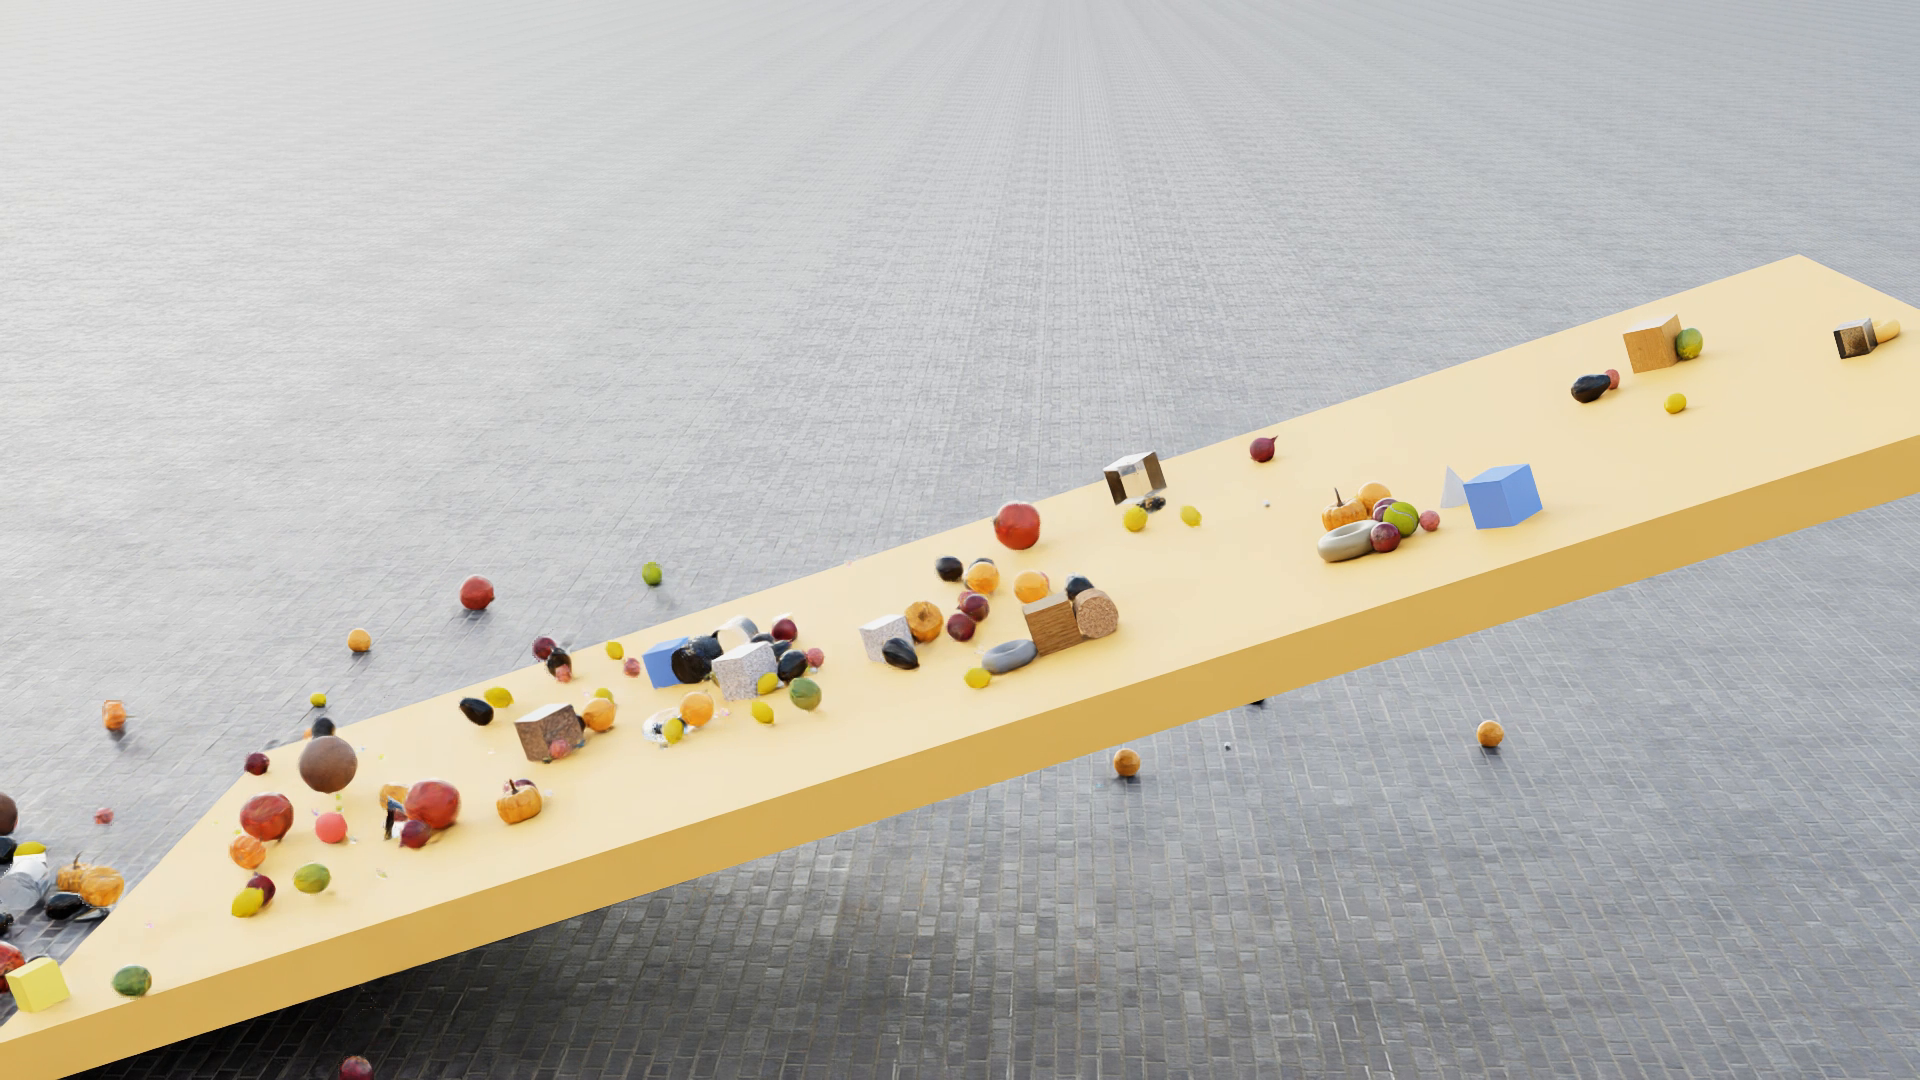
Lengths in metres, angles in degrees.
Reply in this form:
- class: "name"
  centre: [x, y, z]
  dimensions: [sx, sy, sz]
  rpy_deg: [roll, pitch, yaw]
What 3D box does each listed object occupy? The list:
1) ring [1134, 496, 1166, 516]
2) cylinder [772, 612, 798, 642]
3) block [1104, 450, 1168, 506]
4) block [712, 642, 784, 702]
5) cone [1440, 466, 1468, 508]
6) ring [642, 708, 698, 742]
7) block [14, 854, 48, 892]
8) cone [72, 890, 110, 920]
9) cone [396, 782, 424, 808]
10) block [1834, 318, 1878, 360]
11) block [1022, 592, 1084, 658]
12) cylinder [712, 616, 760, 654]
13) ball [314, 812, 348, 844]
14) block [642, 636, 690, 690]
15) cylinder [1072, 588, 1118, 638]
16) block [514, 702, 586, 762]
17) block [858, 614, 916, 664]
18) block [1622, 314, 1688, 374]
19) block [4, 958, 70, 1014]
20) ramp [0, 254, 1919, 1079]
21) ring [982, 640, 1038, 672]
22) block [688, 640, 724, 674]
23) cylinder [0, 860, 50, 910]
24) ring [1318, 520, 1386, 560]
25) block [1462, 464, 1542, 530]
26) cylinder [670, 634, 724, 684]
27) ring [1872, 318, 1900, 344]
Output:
- class: "ring"
  centre: [0.432, -0.078, 6.698]
  dimensions: [0.079, 0.026, 0.079]
  rpy_deg: [-18, 9, 3]
- class: "cylinder"
  centre: [-0.398, 0.198, 6.683]
  dimensions: [0.050, 0.050, 0.050]
  rpy_deg: [-18, 11, 4]
- class: "block"
  centre: [0.410, -0.144, 6.887]
  dimensions: [0.092, 0.092, 0.092]
  rpy_deg: [-10, 14, 41]
- class: "block"
  centre: [-0.452, 0.280, 6.255]
  dimensions: [0.093, 0.093, 0.093]
  rpy_deg: [-9, 15, 43]
- class: "cone"
  centre: [0.971, -0.112, 5.796]
  dimensions: [0.078, 0.078, 0.078]
  rpy_deg: [-18, 11, 4]
- class: "ring"
  centre: [-0.604, 0.384, 6.132]
  dimensions: [0.123, 0.041, 0.123]
  rpy_deg: [-16, 14, 4]
- class: "block"
  centre: [-2.122, 0.762, 6.716]
  dimensions: [0.069, 0.069, 0.069]
  rpy_deg: [-4, 13, -19]
- class: "cone"
  centre: [-1.933, 0.824, 6.510]
  dimensions: [0.076, 0.076, 0.076]
  rpy_deg: [-28, 15, -4]
- class: "cone"
  centre: [-1.174, 0.557, 6.281]
  dimensions: [0.068, 0.068, 0.068]
  rpy_deg: [16, 10, -8]
- class: "block"
  centre: [1.792, -0.403, 5.885]
  dimensions: [0.060, 0.060, 0.060]
  rpy_deg: [-11, 13, 37]
- class: "block"
  centre: [0.180, 0.165, 5.748]
  dimensions: [0.090, 0.090, 0.090]
  rpy_deg: [-19, 11, -1]
- class: "cylinder"
  centre: [-0.508, 0.228, 6.622]
  dimensions: [0.088, 0.088, 0.088]
  rpy_deg: [5, 19, 20]
- class: "ball"
  centre: [-1.327, 0.606, 6.201]
  dimensions: [0.067, 0.067, 0.067]
  rpy_deg: [0, 12, 0]
- class: "block"
  centre: [-0.650, 0.276, 6.636]
  dimensions: [0.084, 0.084, 0.084]
  rpy_deg: [-14, 12, 25]
- class: "cylinder"
  centre: [0.263, 0.143, 5.735]
  dimensions: [0.082, 0.082, 0.082]
  rpy_deg: [-1, 10, -5]
- class: "block"
  centre: [-0.882, 0.414, 6.321]
  dimensions: [0.094, 0.094, 0.094]
  rpy_deg: [-28, 14, -40]
- class: "block"
  centre: [-0.152, 0.206, 6.151]
  dimensions: [0.076, 0.076, 0.076]
  rpy_deg: [-24, 12, -24]
- class: "block"
  centre: [1.513, -0.427, 6.396]
  dimensions: [0.092, 0.092, 0.092]
  rpy_deg: [-10, 14, 40]
- class: "block"
  centre: [-1.785, 0.861, 5.690]
  dimensions: [0.077, 0.077, 0.077]
  rpy_deg: [-27, 13, -36]
- class: "ramp"
  centre: [0.106, 0.181, 6.306]
  dimensions: [4.000, 0.100, 2.000]
  rpy_deg: [-18, 11, 6]
- class: "ring"
  centre: [0.096, 0.226, 5.725]
  dimensions: [0.114, 0.038, 0.114]
  rpy_deg: [-17, 12, 4]
- class: "block"
  centre: [-0.570, 0.263, 6.644]
  dimensions: [0.055, 0.055, 0.055]
  rpy_deg: [-14, 12, 25]
- class: "cylinder"
  centre: [-2.102, 0.774, 6.608]
  dimensions: [0.090, 0.090, 0.090]
  rpy_deg: [-1, 12, -4]
- class: "ring"
  centre: [0.758, 0.001, 5.685]
  dimensions: [0.140, 0.047, 0.140]
  rpy_deg: [-19, 9, 3]
- class: "block"
  centre: [1.020, -0.082, 5.525]
  dimensions: [0.091, 0.091, 0.091]
  rpy_deg: [-27, 13, -37]
- class: "cylinder"
  centre: [-0.586, 0.267, 6.568]
  dimensions: [0.087, 0.087, 0.087]
  rpy_deg: [7, 31, 31]
- class: "ring"
  centre: [1.849, -0.420, 5.940]
  dimensions: [0.100, 0.033, 0.100]
  rpy_deg: [-20, 10, 4]
